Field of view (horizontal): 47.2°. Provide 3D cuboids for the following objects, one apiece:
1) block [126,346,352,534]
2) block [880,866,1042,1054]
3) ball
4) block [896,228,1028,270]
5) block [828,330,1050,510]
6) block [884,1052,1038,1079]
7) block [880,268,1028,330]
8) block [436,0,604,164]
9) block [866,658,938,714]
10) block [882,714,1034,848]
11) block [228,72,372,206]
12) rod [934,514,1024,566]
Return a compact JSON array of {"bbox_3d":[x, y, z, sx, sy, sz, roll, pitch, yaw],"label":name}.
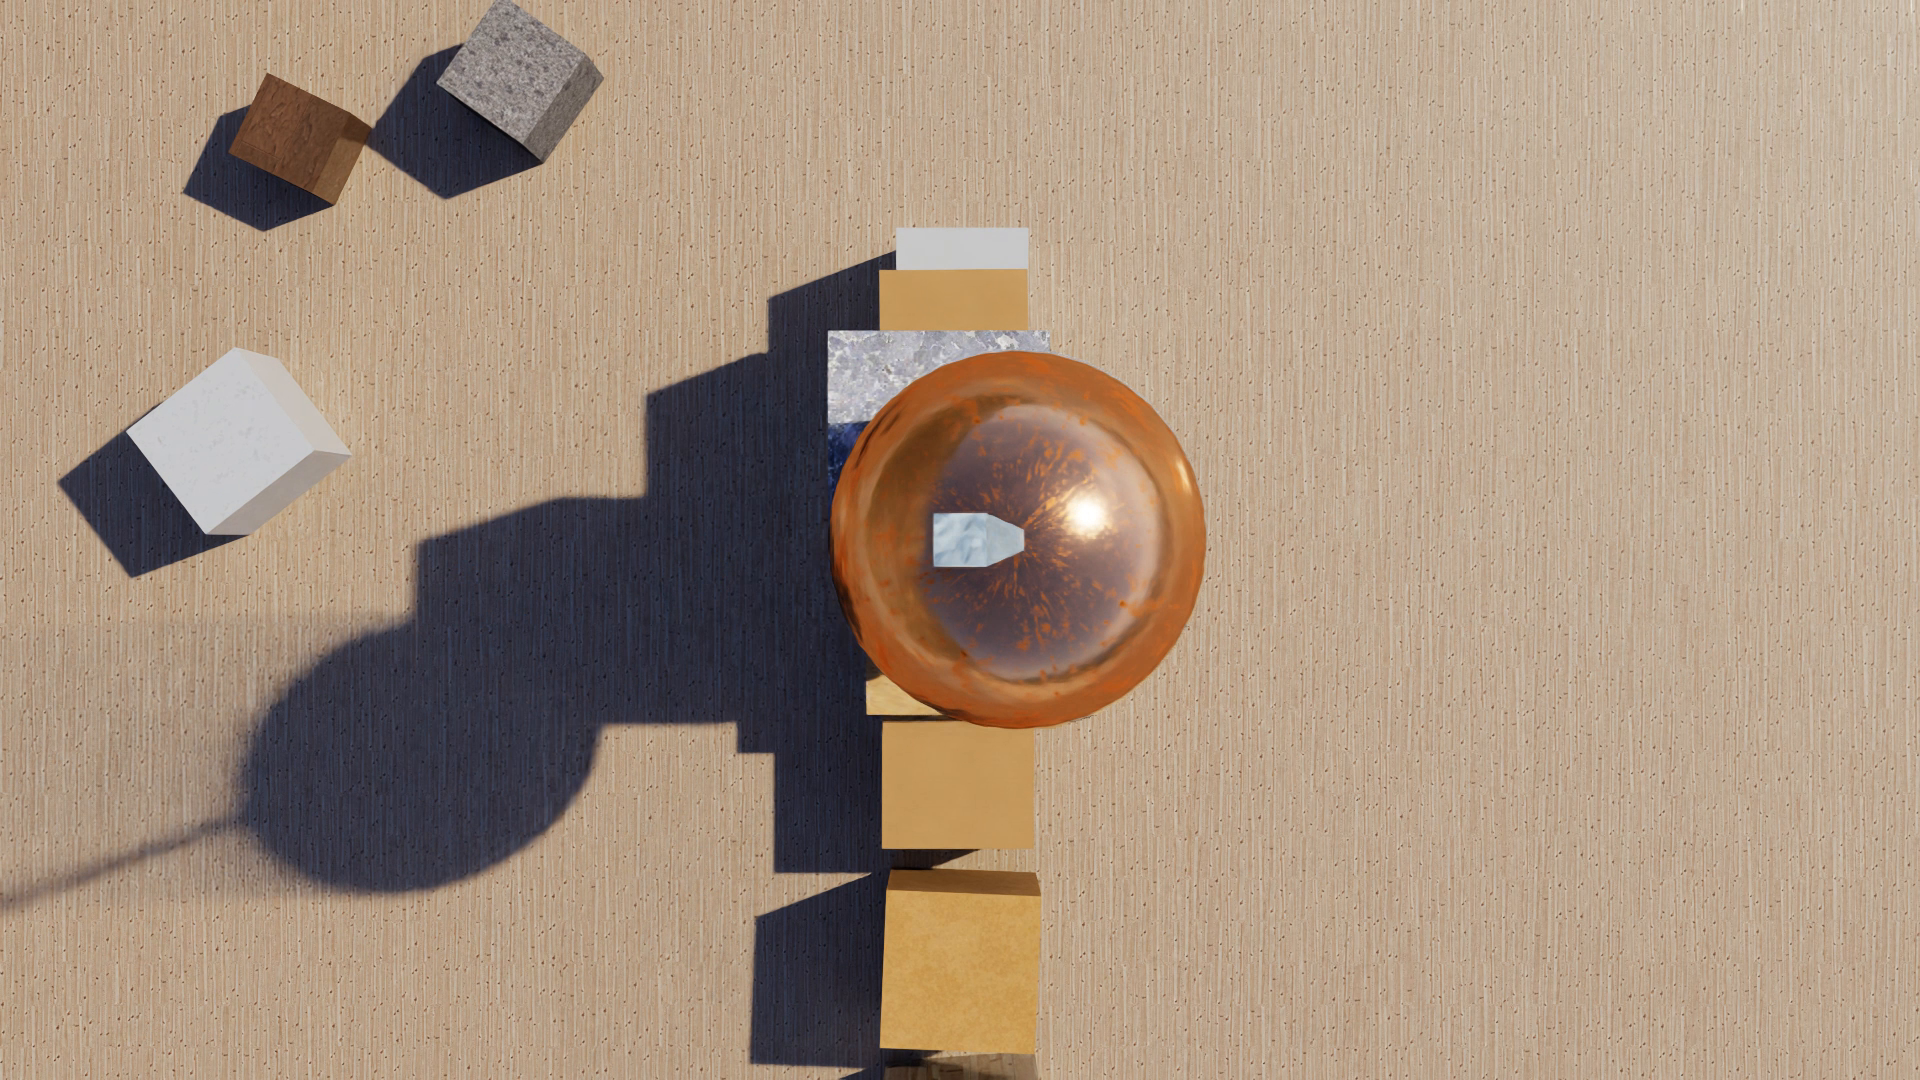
[{"bbox_3d":[-4.113,-0.552,12.614,0.766,0.772,0.725,-38,90,0],"label":"block"},{"bbox_3d":[0.004,2.382,12.560,0.856,0.879,0.870,2,90,0],"label":"block"},{"bbox_3d":[0.239,0.000,9.278,1.600,1.600,1.600,0,90,0],"label":"ball"},{"bbox_3d":[0.013,-1.285,12.572,0.729,0.857,0.879,0,90,0],"label":"block"},{"bbox_3d":[-0.096,-0.488,10.588,1.024,0.929,0.911,0,87,0],"label":"block"},{"bbox_3d":[0.030,3.441,12.585,0.881,0.830,0.784,-4,90,0],"label":"block"},{"bbox_3d":[-0.030,-0.996,11.781,0.771,0.724,0.819,-1,90,0],"label":"block"},{"bbox_3d":[-2.522,-2.649,12.678,0.593,0.644,0.620,35,90,0],"label":"block"},{"bbox_3d":[-0.003,0.509,12.559,1.023,0.882,0.909,0,90,0],"label":"block"},{"bbox_3d":[-0.012,1.347,12.635,0.846,0.729,0.752,0,90,0],"label":"block"},{"bbox_3d":[-3.822,-2.322,12.766,0.530,0.467,0.508,26,90,0],"label":"block"},{"bbox_3d":[0.104,0.000,5.881,0.080,5.200,0.080,0,90,2],"label":"rod"}]
